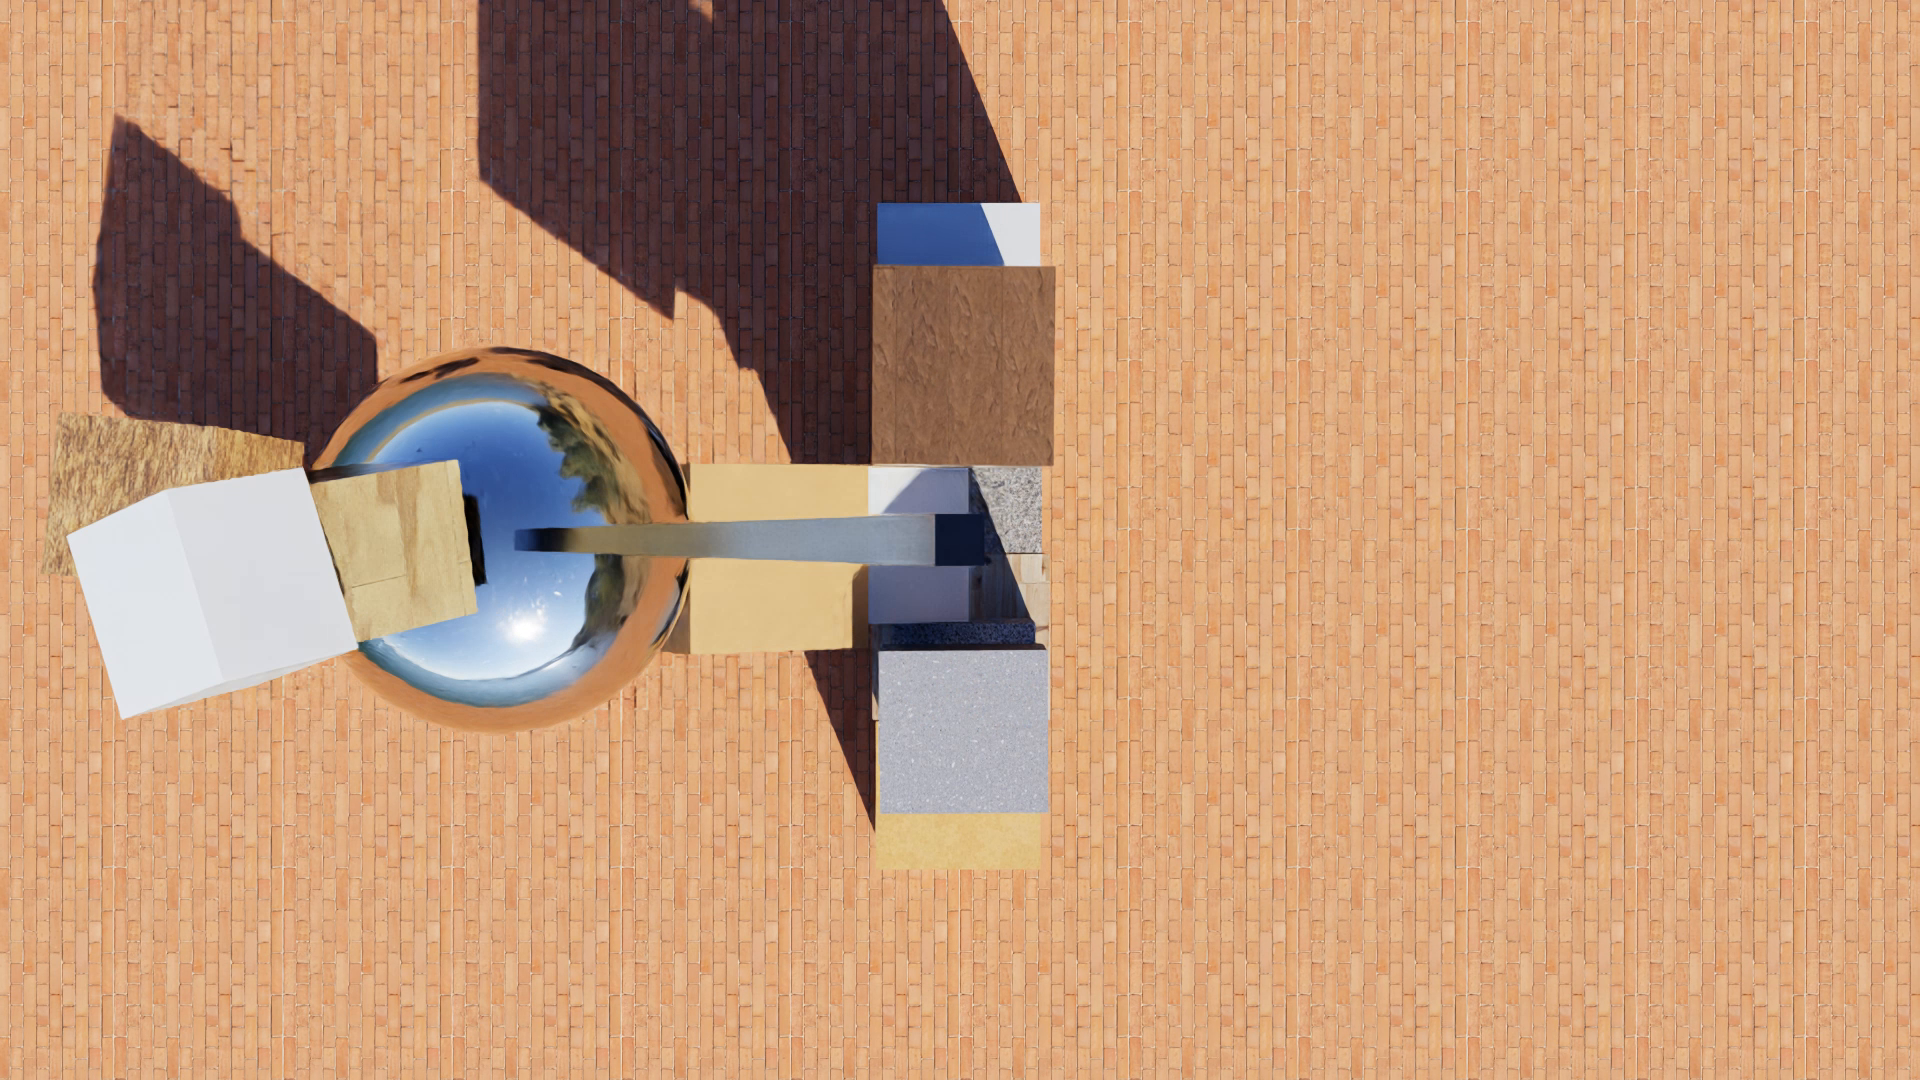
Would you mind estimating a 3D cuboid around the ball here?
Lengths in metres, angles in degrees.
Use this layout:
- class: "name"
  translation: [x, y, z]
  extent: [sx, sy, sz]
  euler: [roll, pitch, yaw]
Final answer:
- class: "ball"
  translation: [-1.896, 0.000, 9.070]
  extent: [1.600, 1.600, 1.600]
  euler: [0, 90, 0]

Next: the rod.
- class: "rod"
  translation: [-0.822, 0.000, 5.844]
  extent: [0.080, 5.200, 0.080]
  euler: [0, 90, -18]

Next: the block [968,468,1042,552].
- class: "block"
  translation: [0.015, -0.387, 12.549]
  extent: [0.871, 0.903, 0.915]
  euler: [0, 90, 0]

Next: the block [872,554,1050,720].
- class: "block"
  translation: [0.007, 0.538, 12.588]
  extent: [0.983, 0.824, 0.917]
  euler: [0, 90, 0]

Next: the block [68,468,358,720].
- class: "block"
  translation: [-2.505, 0.176, 7.379]
  extent: [0.581, 0.549, 0.641]
  euler: [-18, 89, 35]

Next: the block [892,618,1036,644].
- class: "block"
  translation: [0.020, 0.805, 11.808]
  extent: [0.747, 0.737, 0.745]
  euler: [0, 90, 0]

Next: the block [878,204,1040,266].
- class: "block"
  translation: [-0.006, -1.341, 12.461]
  extent: [0.883, 1.077, 0.971]
  euler: [0, 90, 0]

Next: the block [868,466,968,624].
- class: "block"
  translation: [-0.439, 0.025, 11.607]
  extent: [0.679, 0.723, 0.804]
  euler: [0, 90, -35]

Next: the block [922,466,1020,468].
- class: "block"
  translation: [0.003, -0.776, 11.511]
  extent: [0.736, 0.826, 0.786]
  euler: [0, 91, 0]

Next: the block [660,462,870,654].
- class: "block"
  translation: [-1.132, 0.084, 11.129]
  extent: [1.003, 0.920, 0.914]
  euler: [0, 91, -34]

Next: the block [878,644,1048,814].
- class: "block"
  translation: [0.018, 0.938, 11.088]
  extent: [0.825, 0.703, 0.795]
  euler: [0, 90, 0]

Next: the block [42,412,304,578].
- class: "block"
  translation: [-3.493, -0.154, 9.820]
  extent: [0.732, 0.852, 0.696]
  euler: [5, 89, 8]

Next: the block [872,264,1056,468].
- class: "block"
  translation: [0.017, -0.831, 10.727]
  extent: [0.859, 0.739, 0.938]
  euler: [1, 91, 0]

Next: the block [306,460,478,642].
- class: "block"
  translation: [-2.235, 0.043, 7.920]
  extent: [0.612, 0.675, 0.567]
  euler: [-1, 98, 34]

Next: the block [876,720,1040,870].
- class: "block"
  translation: [-0.010, 1.417, 12.596]
  extent: [0.915, 0.809, 0.821]
  euler: [0, 90, 0]
